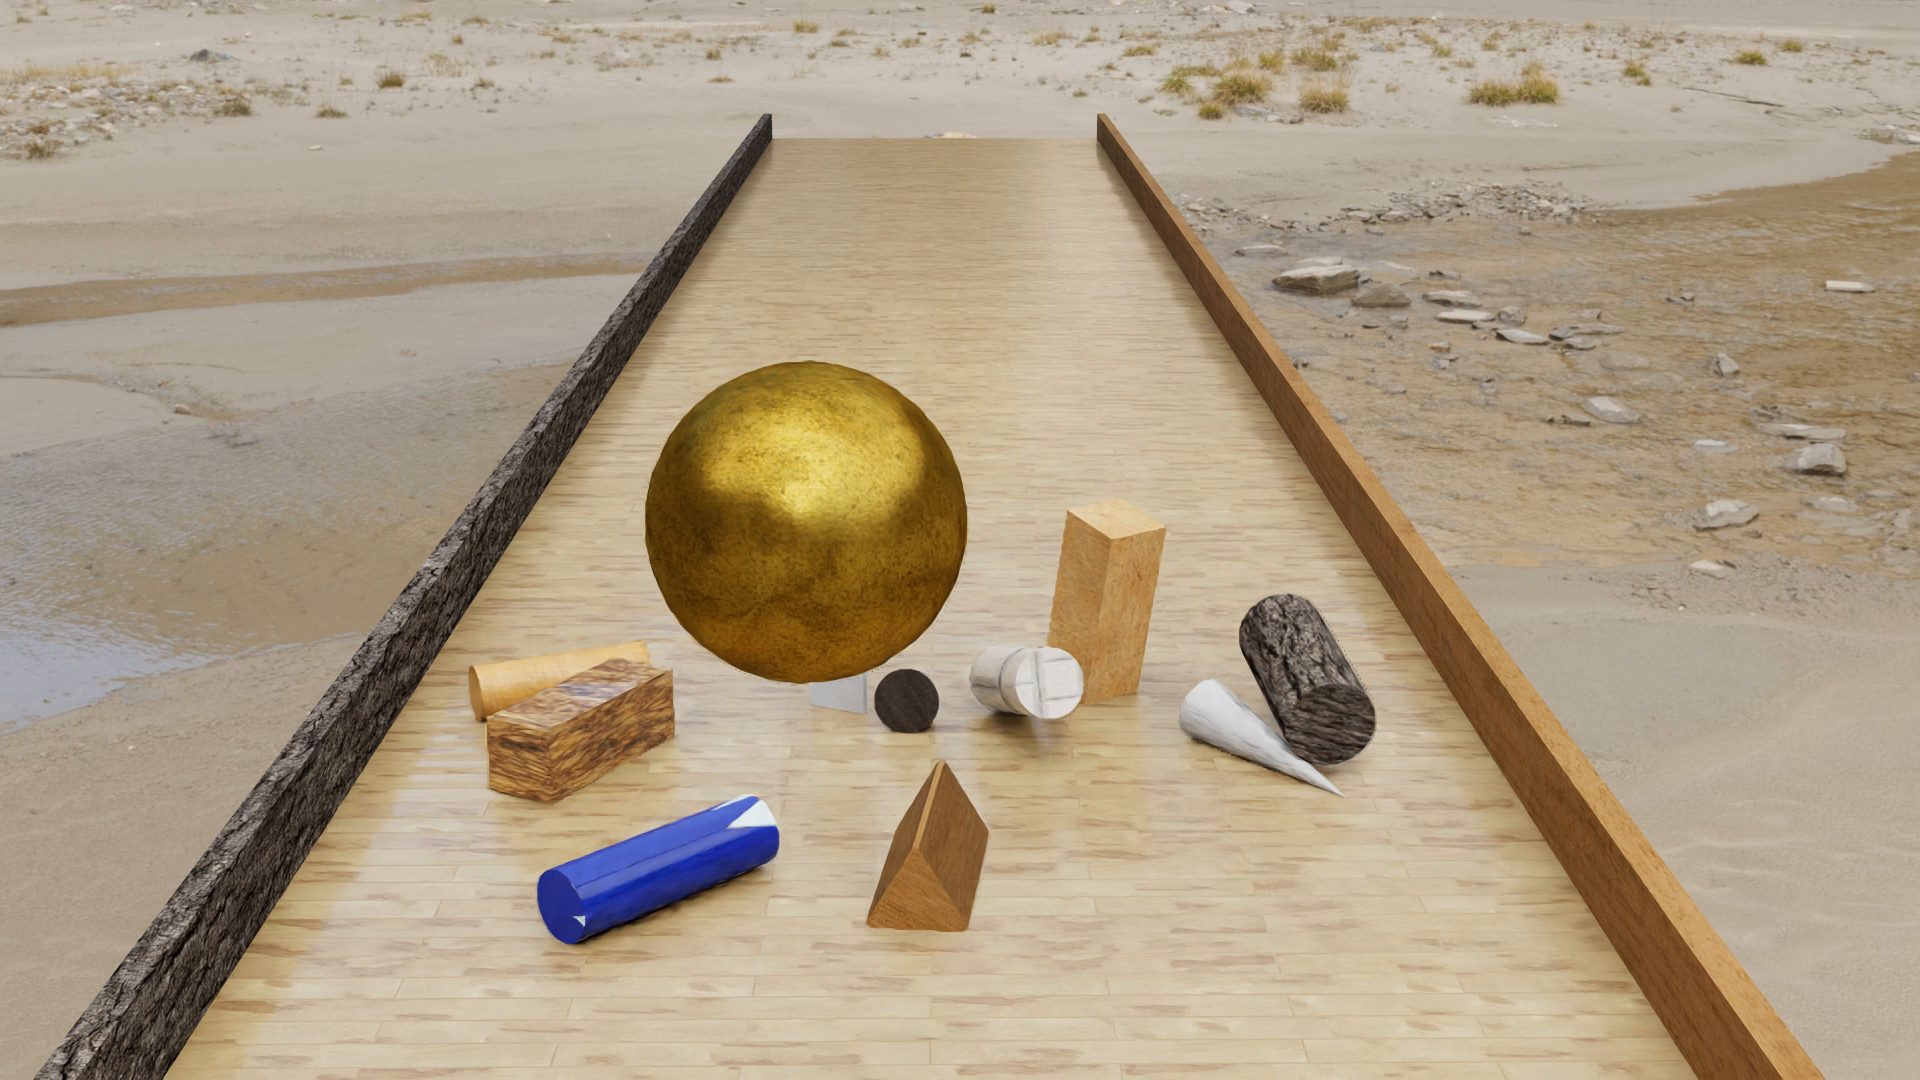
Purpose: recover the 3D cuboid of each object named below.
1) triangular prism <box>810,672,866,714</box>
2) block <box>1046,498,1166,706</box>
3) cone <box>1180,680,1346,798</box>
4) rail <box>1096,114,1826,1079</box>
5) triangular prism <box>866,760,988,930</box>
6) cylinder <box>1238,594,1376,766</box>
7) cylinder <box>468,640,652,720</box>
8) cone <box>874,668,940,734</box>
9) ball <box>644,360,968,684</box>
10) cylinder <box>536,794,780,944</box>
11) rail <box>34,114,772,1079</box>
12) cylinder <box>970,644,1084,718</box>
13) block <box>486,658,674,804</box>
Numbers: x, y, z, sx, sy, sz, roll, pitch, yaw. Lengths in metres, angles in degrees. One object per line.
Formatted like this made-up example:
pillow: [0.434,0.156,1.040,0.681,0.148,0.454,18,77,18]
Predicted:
triangular prism: [-0.207,0.157,4.150,0.118,0.312,0.102,8,18,24]
block: [0.271,0.118,4.170,0.132,0.356,0.132,-13,33,-35]
cone: [0.551,0.373,3.874,0.114,0.114,0.367,-12,29,-36]
rail: [0.932,-0.844,7.801,0.050,0.150,12.000,0,17,-1]
triangular prism: [-0.047,0.466,3.419,0.150,0.130,0.345,1,17,6]
cylinder: [0.620,0.246,3.957,0.160,0.160,0.362,-2,24,-6]
cylinder: [-0.754,0.264,4.161,0.329,0.102,0.102,-8,18,-25]
cone: [-0.084,0.278,4.190,0.120,0.120,0.328,1,6,5]
ball: [-0.176,-0.020,2.526,0.370,0.370,0.370,0,17,0]
cylinder: [-0.455,0.497,3.352,0.114,0.114,0.380,15,22,41]
rail: [-1.118,-0.838,7.780,0.050,0.150,12.000,0,17,-1]
cylinder: [0.118,0.254,3.996,0.125,0.125,0.314,-4,0,-15]
block: [-0.663,0.330,3.878,0.131,0.131,0.361,9,18,27]
